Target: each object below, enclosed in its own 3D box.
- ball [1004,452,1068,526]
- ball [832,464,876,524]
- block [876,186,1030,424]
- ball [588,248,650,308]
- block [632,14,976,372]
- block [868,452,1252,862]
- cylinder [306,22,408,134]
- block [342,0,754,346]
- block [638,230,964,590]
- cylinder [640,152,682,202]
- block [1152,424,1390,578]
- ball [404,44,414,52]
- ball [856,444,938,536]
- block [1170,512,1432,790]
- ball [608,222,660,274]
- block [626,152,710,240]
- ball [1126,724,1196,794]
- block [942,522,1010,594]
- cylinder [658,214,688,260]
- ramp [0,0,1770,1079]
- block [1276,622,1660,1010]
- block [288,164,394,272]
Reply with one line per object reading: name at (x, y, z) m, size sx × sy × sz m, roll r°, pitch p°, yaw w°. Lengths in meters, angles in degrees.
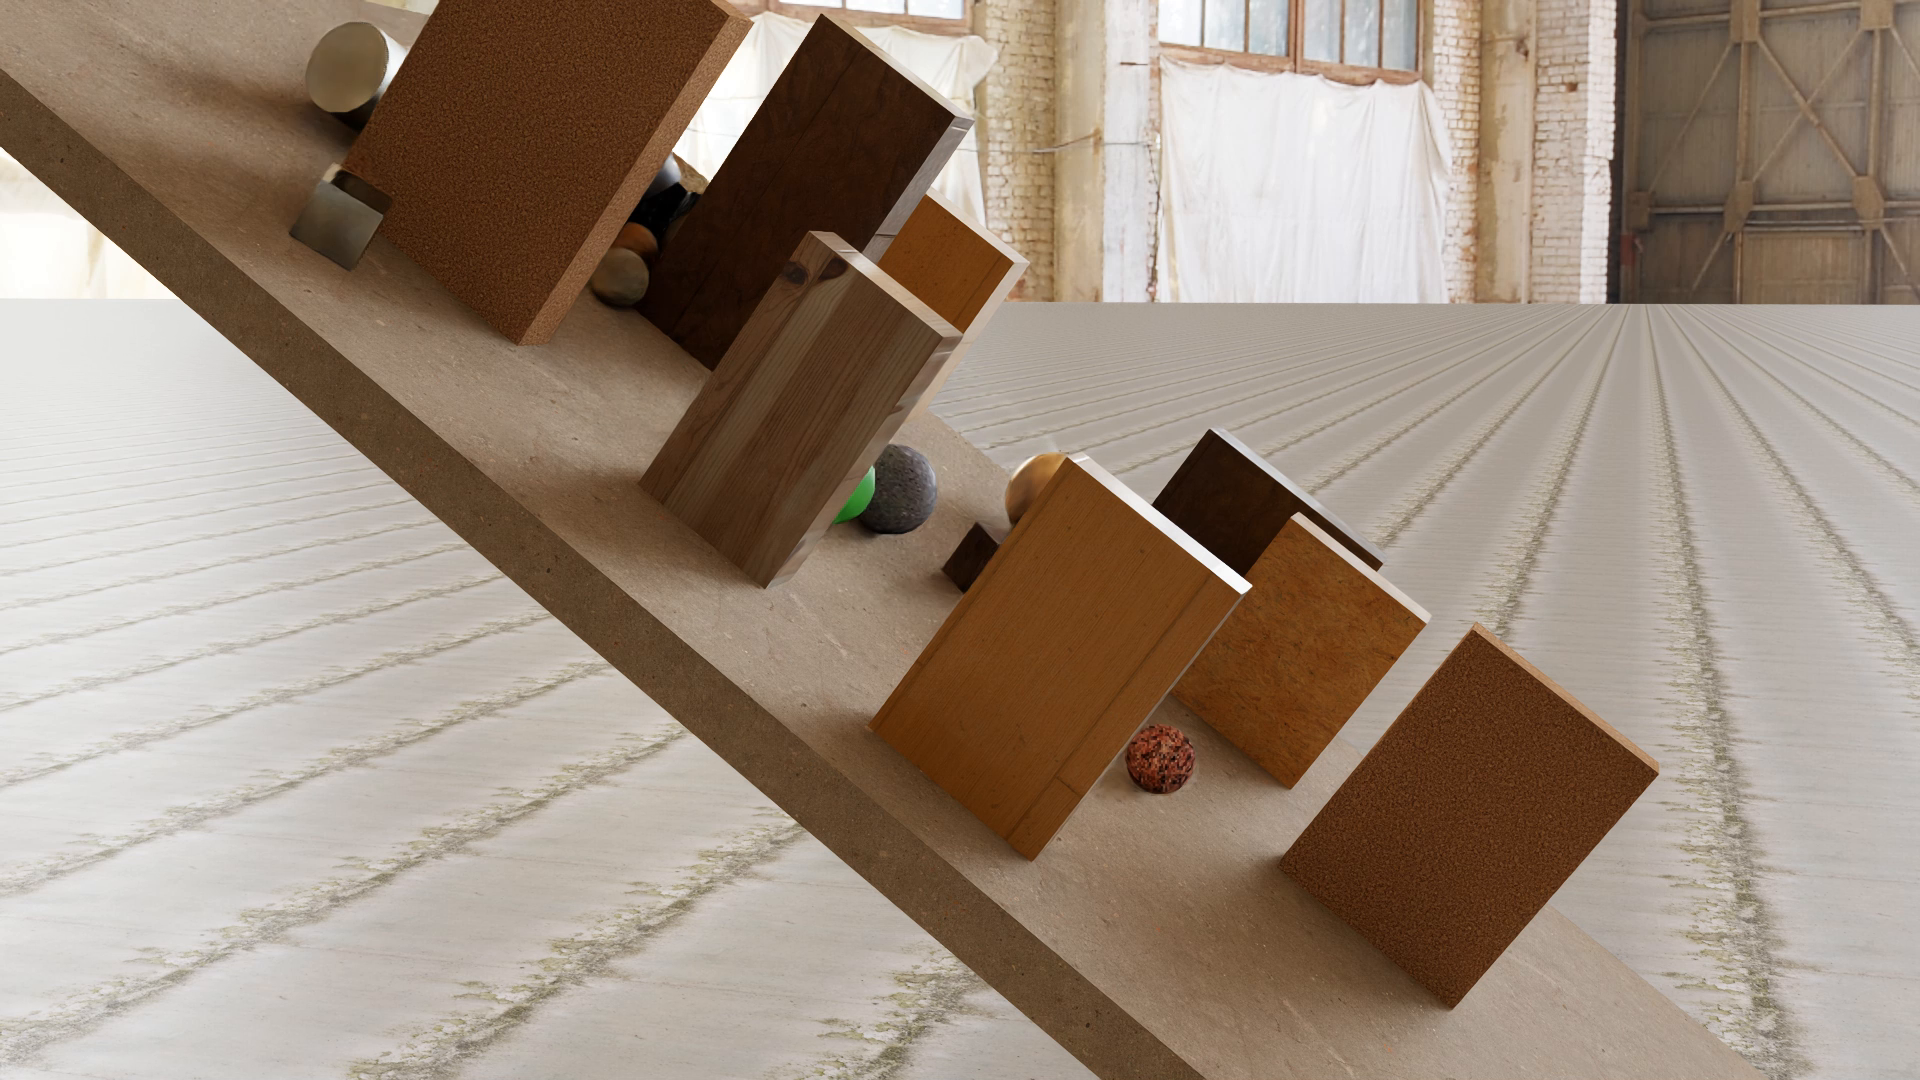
ball at (0.196, -0.084, 4.640) m, size 0.202 × 0.202 × 0.202 m, roll 0°, pitch 7°, yaw 0°
ball at (-0.228, -0.107, 3.892) m, size 0.159 × 0.159 × 0.159 m, roll 0°, pitch 7°, yaw 0°
block at (-0.103, -0.520, 4.831) m, size 0.295 × 0.438 × 0.129 m, roll 39°, pitch 16°, yaw 9°
ball at (-0.653, -0.502, 4.214) m, size 0.115 × 0.115 × 0.115 m, roll 0°, pitch 7°, yaw 0°
block at (-0.310, -0.631, 4.261) m, size 0.330 × 0.682 × 0.130 m, roll 39°, pitch 16°, yaw 9°
block at (0.142, 0.171, 3.220) m, size 0.316 × 0.510 × 0.090 m, roll 39°, pitch 16°, yaw 9°
cylinder at (-1.088, -0.844, 4.095) m, size 0.179 × 0.179 × 0.179 m, roll 3°, pitch -12°, yaw 21°
block at (-0.716, -0.731, 3.720) m, size 0.447 × 0.665 × 0.106 m, roll 39°, pitch 16°, yaw 9°
block at (-0.255, -0.206, 3.489) m, size 0.272 × 0.498 × 0.111 m, roll 39°, pitch 16°, yaw 9°
cylinder at (-0.658, -0.765, 4.394) m, size 0.154 × 0.154 × 0.154 m, roll -21°, pitch 20°, yaw 8°
block at (0.576, 0.070, 4.579) m, size 0.446 × 0.430 × 0.110 m, roll 39°, pitch 16°, yaw 9°
ball at (-1.038, -0.867, 4.291) m, size 0.203 × 0.203 × 0.203 m, roll 0°, pitch 7°, yaw 0°
ball at (-0.124, -0.093, 4.054) m, size 0.168 × 0.168 × 0.168 m, roll 0°, pitch 7°, yaw 0°
block at (0.661, 0.217, 4.339) m, size 0.329 × 0.426 × 0.109 m, roll 39°, pitch 16°, yaw 9°
ball at (-0.662, -0.575, 4.394) m, size 0.121 × 0.121 × 0.121 m, roll 0°, pitch 7°, yaw 0°
block at (-0.651, -0.704, 4.644) m, size 0.199 × 0.199 × 0.199 m, roll 40°, pitch 16°, yaw 14°
ball at (0.345, 0.377, 3.780) m, size 0.119 × 0.119 × 0.119 m, roll 0°, pitch 7°, yaw 0°
block at (0.065, 0.055, 4.126) m, size 0.115 × 0.115 × 0.115 m, roll 17°, pitch 25°, yaw -50°
cylinder at (-0.504, -0.561, 4.563) m, size 0.189 × 0.189 × 0.189 m, roll 5°, pitch -5°, yaw 36°
ramp at (-0.060, 0.122, 4.068) m, size 4.000 × 0.100 × 2.000 m, roll 39°, pitch 16°, yaw 9°
block at (0.875, 0.478, 3.814) m, size 0.386 × 0.547 × 0.087 m, roll 39°, pitch 16°, yaw 9°
block at (-0.998, -0.522, 3.551) m, size 0.110 × 0.110 × 0.110 m, roll 31°, pitch 16°, yaw -17°
